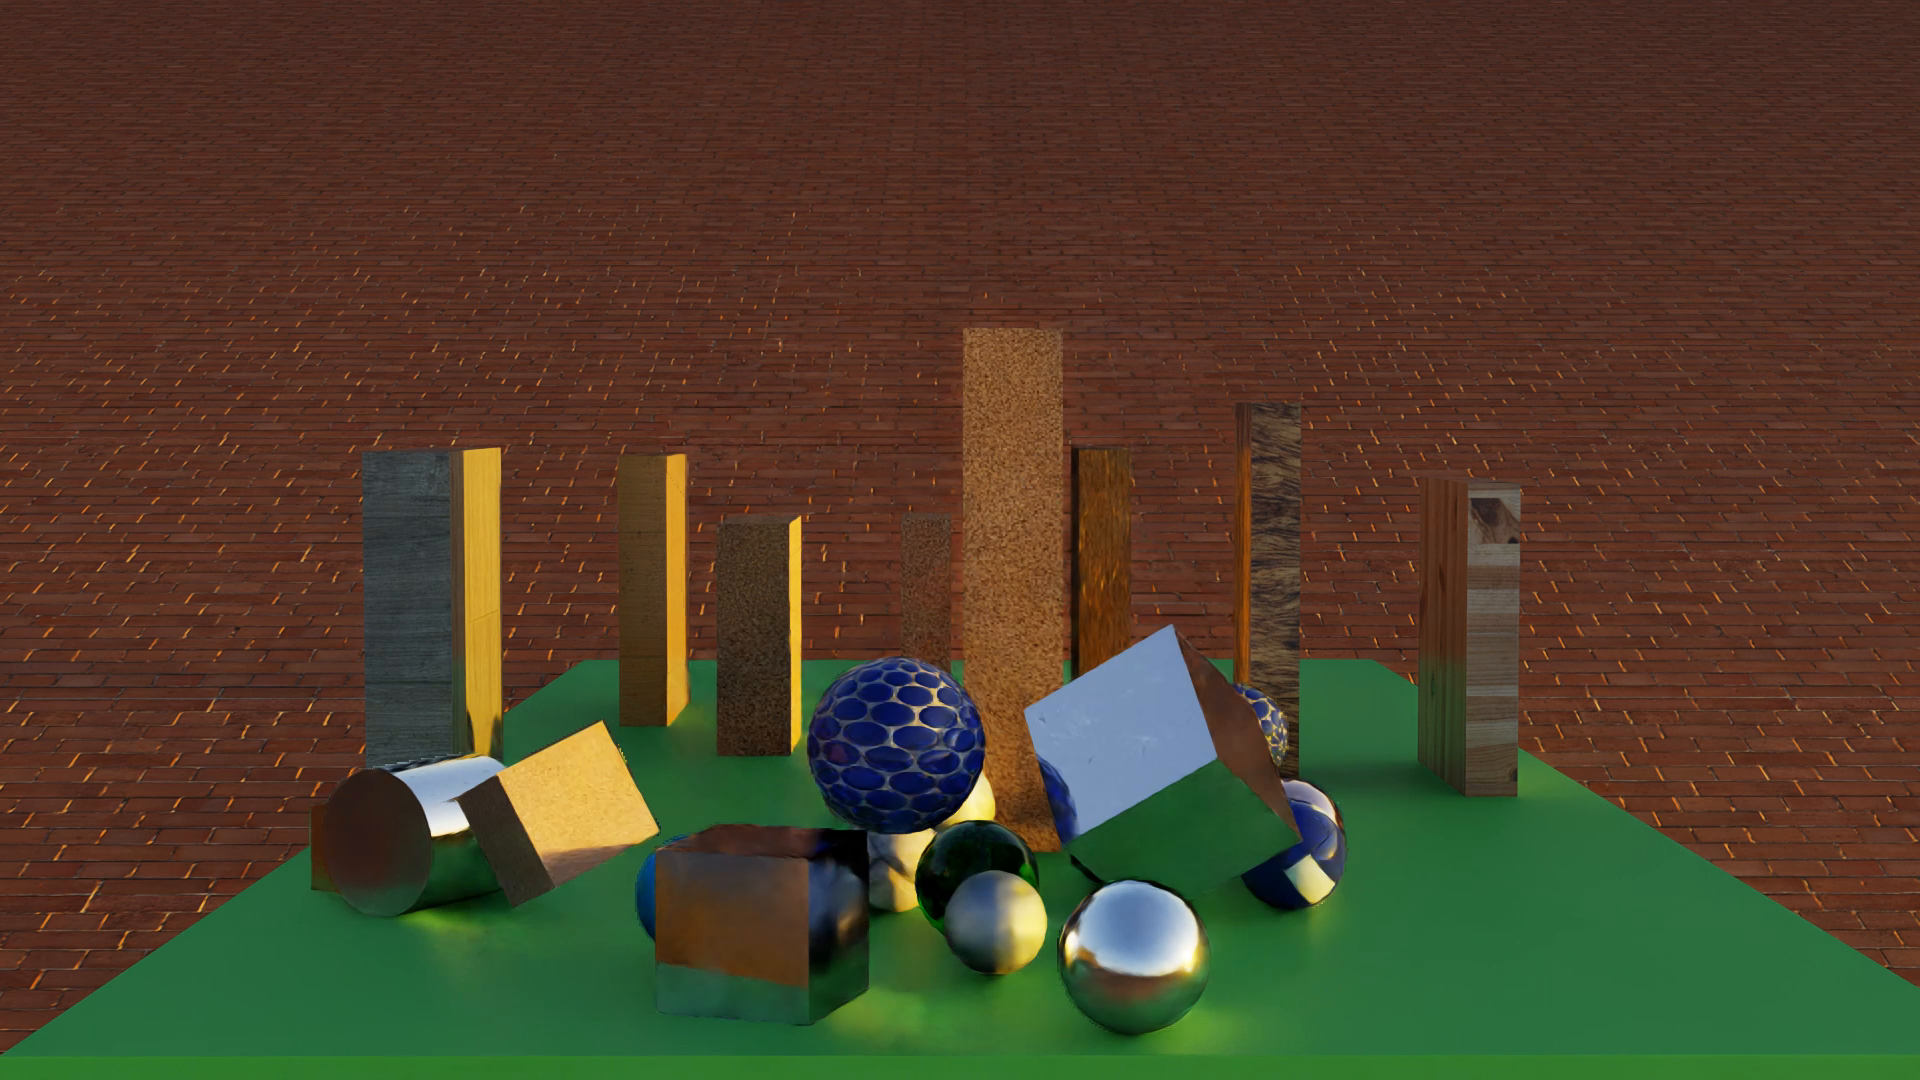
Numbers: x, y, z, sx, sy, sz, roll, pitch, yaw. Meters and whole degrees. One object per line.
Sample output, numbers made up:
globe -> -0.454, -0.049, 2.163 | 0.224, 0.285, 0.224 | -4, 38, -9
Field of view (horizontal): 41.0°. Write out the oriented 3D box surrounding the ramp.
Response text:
ramp -> 0.050, 0.455, 4.532 | 2.000, 0.100, 4.000 | 0, 3, 0

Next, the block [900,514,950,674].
block -> -0.074, 0.147, 5.651 | 0.106, 0.401, 0.294 | 0, 3, 0

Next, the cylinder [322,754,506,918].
cylinder -> -0.681, 0.376, 3.289 | 0.186, 0.186, 0.186 | 13, 9, 30

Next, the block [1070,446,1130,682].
block -> 0.306, 0.073, 5.632 | 0.110, 0.550, 0.386 | 0, 3, 0

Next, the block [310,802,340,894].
block -> -0.780, 0.406, 3.419 | 0.113, 0.113, 0.113 | 2, 3, 33

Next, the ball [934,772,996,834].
ball -> -0.028, 0.375, 3.605 | 0.155, 0.155, 0.155 | 0, 22, 0

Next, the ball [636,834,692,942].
ball -> -0.303, 0.413, 2.981 | 0.144, 0.144, 0.144 | 0, 22, 0

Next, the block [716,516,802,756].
block -> -0.379, 0.174, 4.882 | 0.134, 0.426, 0.344 | 0, 3, 0

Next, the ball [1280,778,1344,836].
ball -> 0.438, 0.390, 3.416 | 0.145, 0.145, 0.145 | 0, 22, 0

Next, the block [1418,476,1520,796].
block -> 0.870, 0.153, 4.418 | 0.085, 0.514, 0.435 | 0, 3, 0

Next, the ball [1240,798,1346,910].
ball -> 0.421, 0.399, 3.270 | 0.140, 0.140, 0.140 | 0, 22, 0

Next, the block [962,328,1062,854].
block -> 0.075, 0.067, 3.800 | 0.141, 0.749, 0.271 | 0, 3, 0

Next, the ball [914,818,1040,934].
ball -> 0.020, 0.406, 3.055 | 0.149, 0.149, 0.149 | 0, 22, 0

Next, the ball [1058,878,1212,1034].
ball -> 0.178, 0.425, 2.624 | 0.156, 0.156, 0.156 | 0, 22, 0

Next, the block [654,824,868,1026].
block -> -0.210, 0.408, 2.755 | 0.174, 0.174, 0.174 | 1, 4, 18

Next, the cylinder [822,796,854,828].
cylinder -> -0.108, 0.311, 3.438 | 0.138, 0.138, 0.138 | -6, -16, -14

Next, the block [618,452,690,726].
block -> -0.635, 0.092, 5.359 | 0.097, 0.541, 0.435 | 0, 3, 0

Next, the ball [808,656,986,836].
ball -> -0.072, 0.233, 2.912 | 0.202, 0.202, 0.202 | 0, 22, 0

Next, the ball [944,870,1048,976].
ball -> 0.040, 0.431, 2.893 | 0.117, 0.117, 0.117 | 0, 22, 0

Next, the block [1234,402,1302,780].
block -> 0.526, 0.087, 4.424 | 0.082, 0.646, 0.260 | 0, 3, 0

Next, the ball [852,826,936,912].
ball -> -0.085, 0.406, 3.252 | 0.130, 0.130, 0.130 | 0, 22, 0

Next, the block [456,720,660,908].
block -> -0.435, 0.296, 2.775 | 0.134, 0.134, 0.134 | -27, -1, -34

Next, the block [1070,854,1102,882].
block -> 0.239, 0.370, 3.388 | 0.147, 0.147, 0.147 | 1, -16, 16

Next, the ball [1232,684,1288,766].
ball -> 0.413, 0.291, 3.832 | 0.151, 0.151, 0.151 | 0, 22, 0

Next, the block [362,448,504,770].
block -> -0.835, 0.141, 4.104 | 0.132, 0.572, 0.438 | 0, 3, 0

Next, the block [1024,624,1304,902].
block -> 0.231, 0.269, 2.946 | 0.204, 0.204, 0.204 | -31, 44, 16
